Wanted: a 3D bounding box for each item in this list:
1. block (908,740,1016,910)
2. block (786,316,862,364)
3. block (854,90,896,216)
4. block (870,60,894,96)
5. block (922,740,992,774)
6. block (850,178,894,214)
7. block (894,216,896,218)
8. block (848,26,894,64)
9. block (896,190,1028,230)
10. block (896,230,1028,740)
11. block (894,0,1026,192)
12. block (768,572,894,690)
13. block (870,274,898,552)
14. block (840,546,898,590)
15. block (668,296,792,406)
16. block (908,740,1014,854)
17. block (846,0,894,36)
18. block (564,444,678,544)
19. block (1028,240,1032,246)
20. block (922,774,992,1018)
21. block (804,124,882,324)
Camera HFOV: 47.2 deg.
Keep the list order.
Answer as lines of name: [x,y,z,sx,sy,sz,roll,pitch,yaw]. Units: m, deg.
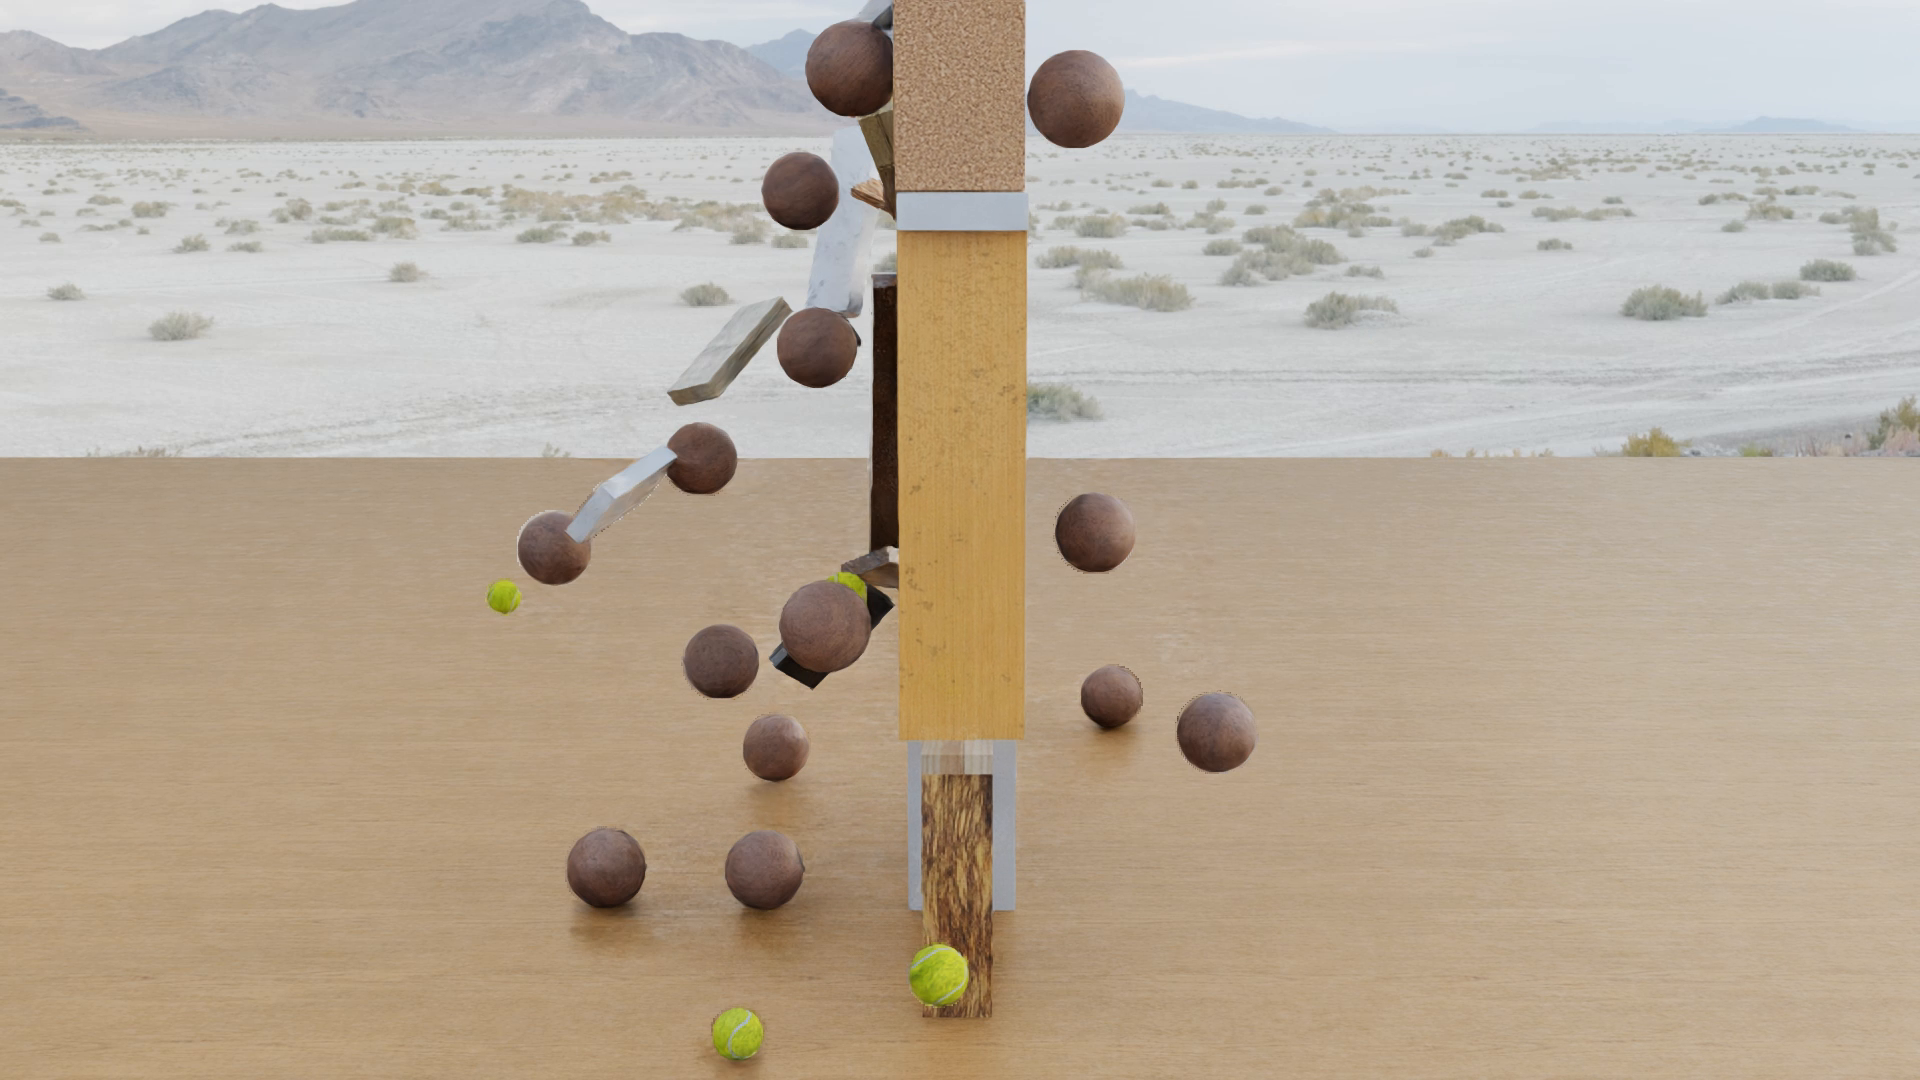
block: [0.003,0.429,3.582,0.175,0.349,0.049,0,11,0]
block: [-0.226,-0.333,3.663,0.113,0.016,0.056,-22,65,-30]
block: [-0.030,-0.529,3.394,0.148,0.415,0.042,-16,50,6]
block: [-0.045,-0.641,3.533,0.149,0.297,0.042,-7,37,5]
block: [-0.004,0.292,3.143,0.099,0.028,0.199,0,11,0]
block: [-0.123,-0.578,3.717,0.112,0.016,0.056,28,40,30]
block: [-0.032,-0.551,3.732,0.152,0.043,0.303,-10,27,-1]
block: [-0.078,-0.766,3.364,0.148,0.042,0.297,-7,14,6]
block: [0.001,-0.470,3.103,0.176,0.050,0.353,0,11,-1]
block: [0.003,-0.073,3.067,0.176,0.717,0.050,0,12,0]
block: [-0.002,-0.791,2.919,0.175,0.647,0.049,0,7,-2]
block: [-0.233,0.166,3.996,0.110,0.220,0.031,36,12,-44]
block: [-0.085,-0.210,3.995,0.152,0.604,0.043,-3,37,-7]
block: [-0.110,0.055,4.088,0.110,0.031,0.220,-22,-19,31]
block: [-0.393,-0.323,3.761,0.116,0.033,0.231,-8,38,47]
block: [0.002,0.204,3.297,0.161,0.544,0.046,0,12,0]
block: [-0.085,-0.841,3.503,0.125,0.035,0.249,-6,-2,-20]
block: [-0.576,-0.080,3.753,0.033,0.116,0.231,43,28,1]
block: [0.074,-0.537,3.656,0.016,0.113,0.056,-38,-21,17]
block: [-0.004,0.500,3.126,0.099,0.374,0.028,0,14,0]
block: [-0.200,-0.565,3.909,0.116,0.360,0.033,-4,-18,45]
